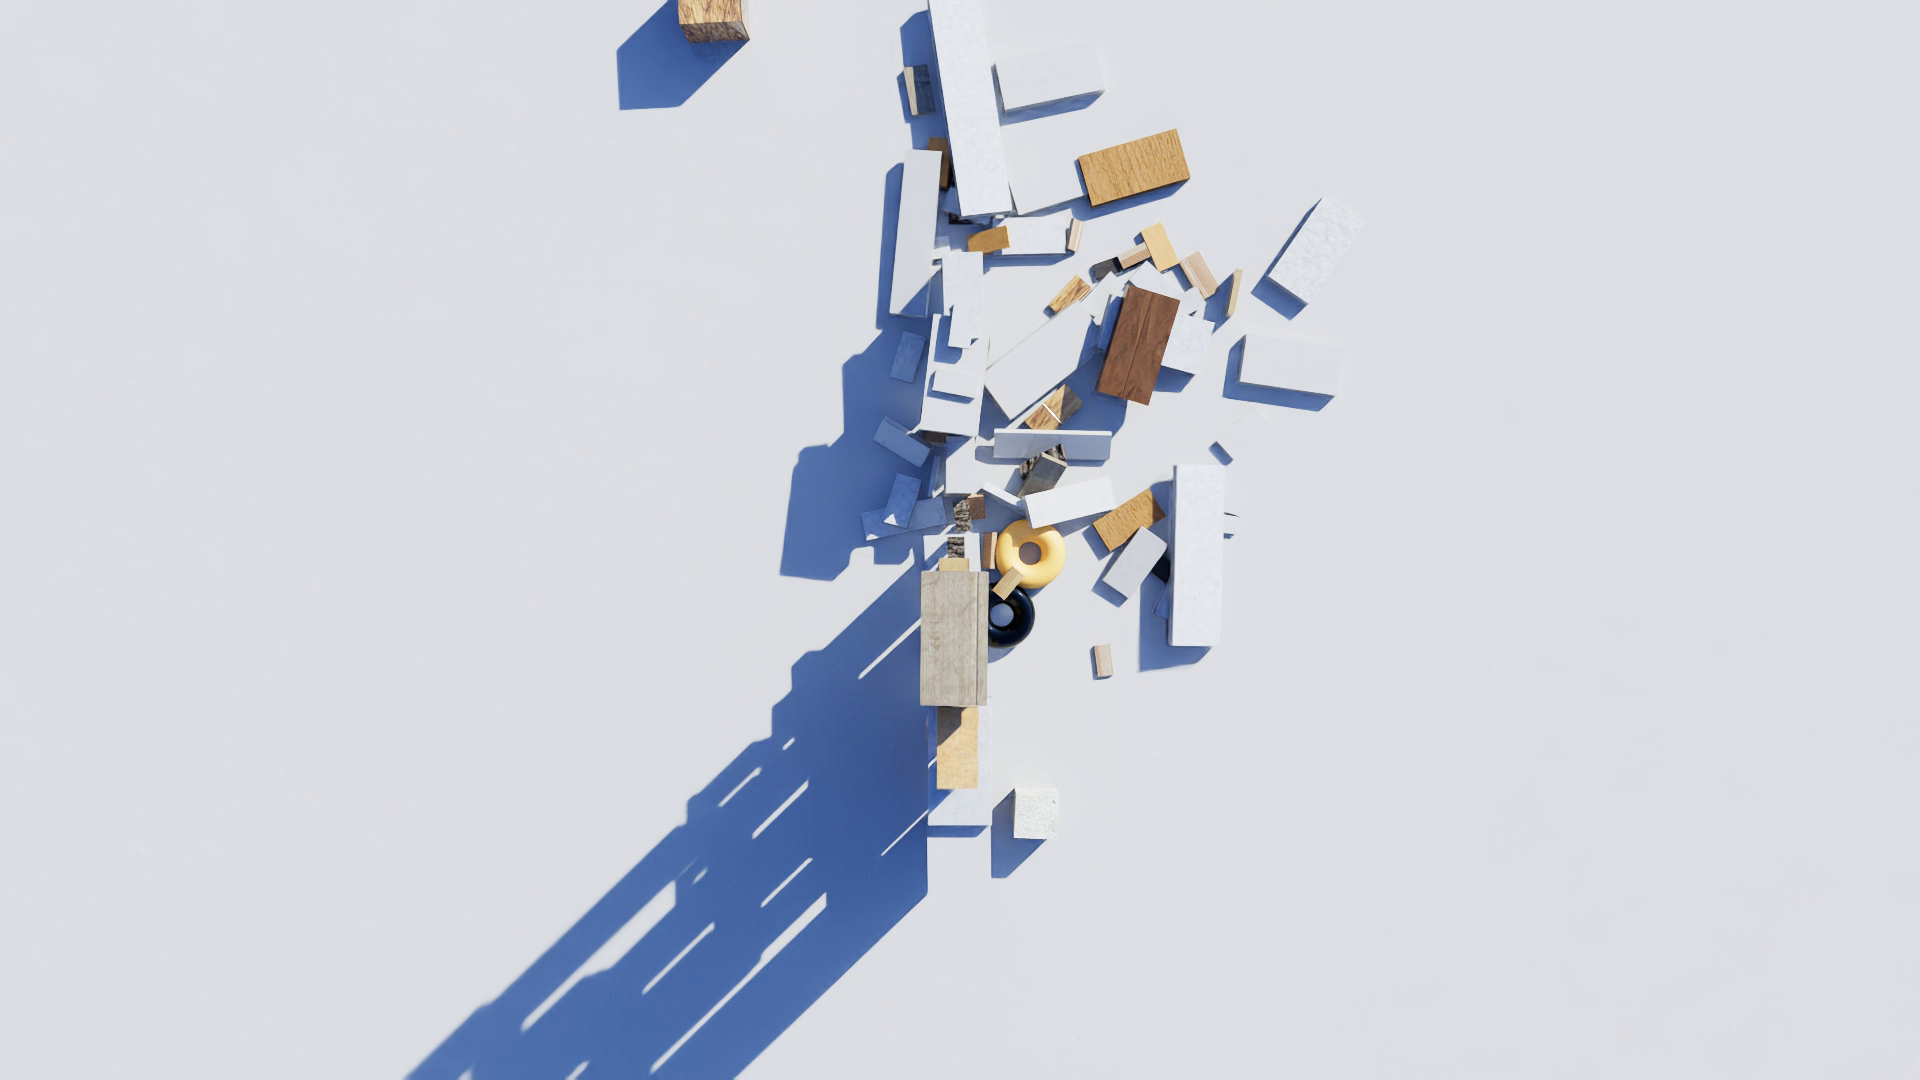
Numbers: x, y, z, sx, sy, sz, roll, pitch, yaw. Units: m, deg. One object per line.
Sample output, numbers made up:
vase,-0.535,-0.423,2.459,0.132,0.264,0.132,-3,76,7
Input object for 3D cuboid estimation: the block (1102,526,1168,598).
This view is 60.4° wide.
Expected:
block,0.582,0.073,5.465,0.110,0.031,0.220,35,100,-1

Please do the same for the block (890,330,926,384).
block,-0.173,-0.608,5.489,0.079,0.022,0.158,17,90,0

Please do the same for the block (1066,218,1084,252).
block,0.380,-1.012,5.477,0.014,0.050,0.101,11,90,44

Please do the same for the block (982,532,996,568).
block,0.097,0.034,5.470,0.017,0.060,0.120,3,90,-28

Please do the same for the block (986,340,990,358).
block,0.003,-0.626,5.320,0.180,0.359,0.051,-4,90,0

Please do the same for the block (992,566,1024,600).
block,0.159,0.141,5.419,0.052,0.015,0.104,40,91,-1

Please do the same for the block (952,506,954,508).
block,0.002,-0.114,5.448,0.052,0.104,0.015,-9,90,0

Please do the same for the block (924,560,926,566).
block,-0.028,0.057,5.329,0.171,0.341,0.048,-3,89,0

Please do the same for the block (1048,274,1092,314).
block,0.366,-0.809,5.490,0.069,0.020,0.138,43,90,0

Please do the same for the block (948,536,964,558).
block,-0.012,0.042,4.998,0.052,0.015,0.104,-1,89,0

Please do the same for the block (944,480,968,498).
block,-0.007,-0.166,5.408,0.091,0.183,0.026,1,84,0

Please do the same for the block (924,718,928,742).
block,-0.029,0.613,5.338,0.162,0.324,0.046,3,90,0

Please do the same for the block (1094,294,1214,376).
block,0.641,-0.676,5.436,0.356,0.050,0.178,14,98,-9

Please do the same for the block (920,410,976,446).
block,-0.035,-0.370,5.319,0.180,0.359,0.051,6,83,0

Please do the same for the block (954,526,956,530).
block,0.005,-0.041,5.448,0.052,0.104,0.015,-3,90,0

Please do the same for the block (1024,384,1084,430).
block,0.313,-0.424,5.487,0.185,0.026,0.092,-42,90,0

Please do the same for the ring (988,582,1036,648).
ring,0.138,0.248,5.463,0.225,0.075,0.225,0,91,-1

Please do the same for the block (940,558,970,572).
block,-0.016,0.140,4.777,0.087,0.025,0.175,0,90,0

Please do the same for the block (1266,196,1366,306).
block,1.180,-0.961,5.477,0.163,0.046,0.327,35,90,0

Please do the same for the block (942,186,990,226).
block,0.029,-1.105,5.465,0.158,0.022,0.079,19,89,-3

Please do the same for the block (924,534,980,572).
block,-0.019,0.154,5.133,0.171,0.048,0.341,-3,89,0

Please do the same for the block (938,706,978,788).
block,-0.006,0.493,3.921,0.096,0.027,0.192,0,90,0

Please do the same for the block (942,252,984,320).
block,0.011,-0.782,5.226,0.127,0.036,0.254,-2,90,0

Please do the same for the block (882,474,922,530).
block,-0.191,-0.127,5.464,0.086,0.024,0.172,16,77,7

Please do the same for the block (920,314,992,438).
block,-0.014,-0.509,5.114,0.180,0.051,0.359,7,89,0

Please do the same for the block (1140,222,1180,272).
block,0.665,-0.974,5.489,0.075,0.021,0.149,-24,90,0

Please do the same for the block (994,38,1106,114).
block,0.298,-1.540,5.476,0.338,0.048,0.169,-12,90,0

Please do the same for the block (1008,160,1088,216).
block,0.293,-1.170,5.483,0.240,0.034,0.120,-17,90,0

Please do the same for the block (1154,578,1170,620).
block,0.700,0.195,5.474,0.067,0.019,0.133,24,92,-10

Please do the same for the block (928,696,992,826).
block,0.000,0.554,4.150,0.160,0.045,0.320,0,90,0

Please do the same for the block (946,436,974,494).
block,0.001,-0.242,5.303,0.091,0.026,0.183,0,90,0

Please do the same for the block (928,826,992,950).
block,-0.001,0.875,4.185,0.159,0.045,0.319,-1,90,0

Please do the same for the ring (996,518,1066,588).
ring,0.232,0.045,5.461,0.235,0.078,0.235,0,91,-1

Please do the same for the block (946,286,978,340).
block,0.008,-0.695,5.079,0.079,0.022,0.158,-8,89,0

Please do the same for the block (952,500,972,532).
block,0.008,-0.079,5.388,0.052,0.015,0.104,-8,90,0

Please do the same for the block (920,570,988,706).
block,-0.013,0.228,3.833,0.155,0.044,0.310,1,90,0

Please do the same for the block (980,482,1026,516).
block,0.157,-0.132,5.452,0.184,0.092,0.026,28,81,0

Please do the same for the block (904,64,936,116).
block,-0.134,-1.497,5.489,0.080,0.023,0.159,-11,90,0

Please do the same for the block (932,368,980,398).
block,-0.013,-0.482,5.078,0.133,0.019,0.067,11,89,0
